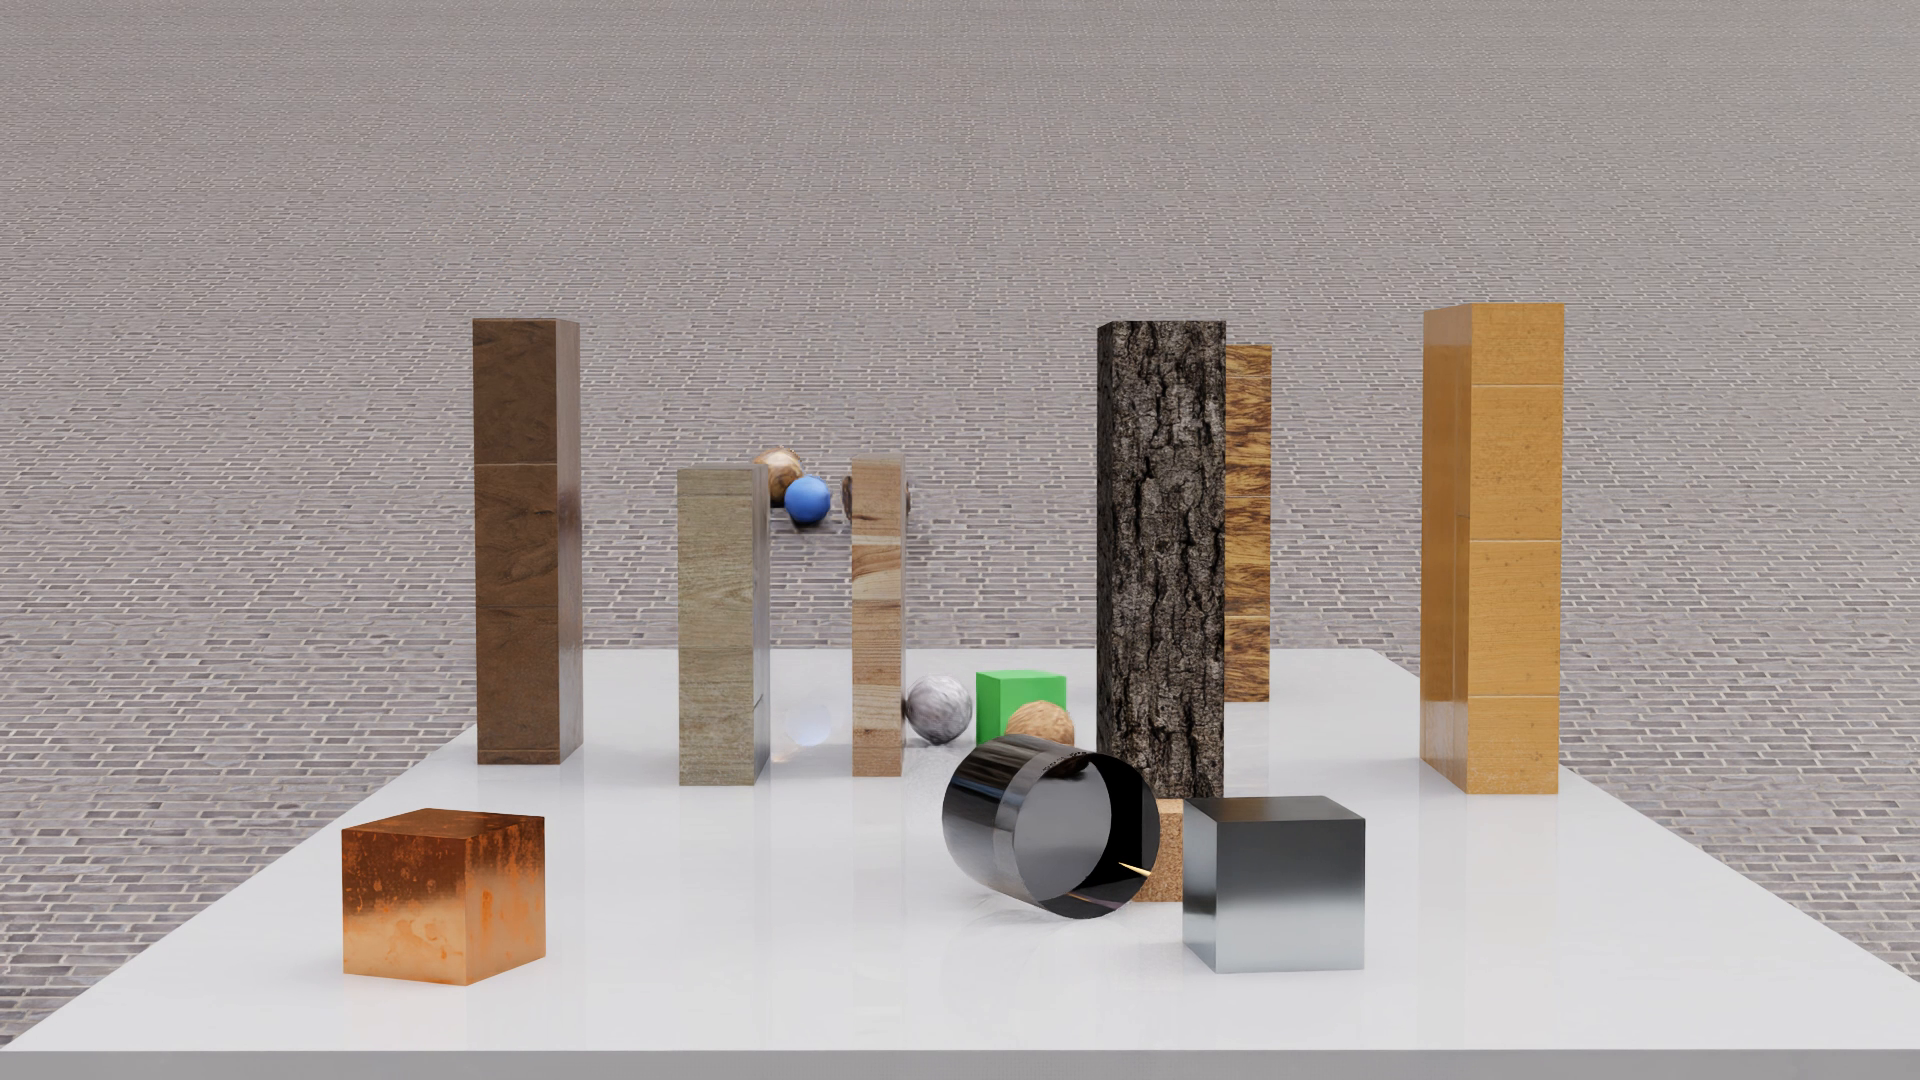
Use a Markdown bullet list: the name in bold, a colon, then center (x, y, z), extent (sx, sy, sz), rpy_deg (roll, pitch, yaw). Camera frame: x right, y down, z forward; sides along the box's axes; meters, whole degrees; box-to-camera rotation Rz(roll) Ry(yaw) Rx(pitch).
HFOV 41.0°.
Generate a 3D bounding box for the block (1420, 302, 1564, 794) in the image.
- **block**: center (0.892, 0.004, 4.340), extent (0.147, 0.791, 0.426), rpy_deg (0, 3, 0)

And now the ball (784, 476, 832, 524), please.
- **ball**: center (-0.452, -0.118, 7.634), extent (0.140, 0.140, 0.140), rpy_deg (0, 21, 0)

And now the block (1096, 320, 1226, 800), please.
- **block**: center (0.273, 0.074, 3.550), extent (0.147, 0.741, 0.371), rpy_deg (0, 3, 0)

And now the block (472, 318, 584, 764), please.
- **block**: center (-0.771, -0.004, 4.610), extent (0.144, 0.778, 0.286), rpy_deg (0, 3, 0)

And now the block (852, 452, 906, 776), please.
- **block**: center (-0.141, 0.120, 4.541), extent (0.082, 0.538, 0.424), rpy_deg (0, 3, 0)

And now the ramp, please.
- **ramp**: center (0.049, 0.440, 4.532), extent (2.000, 0.100, 4.000), rpy_deg (0, 3, 0)

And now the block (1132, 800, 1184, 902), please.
- **block**: center (0.276, 0.401, 3.325), extent (0.114, 0.114, 0.114), rpy_deg (0, 3, 0)

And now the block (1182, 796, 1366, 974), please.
- **block**: center (0.358, 0.393, 2.954), extent (0.171, 0.171, 0.171), rpy_deg (0, 3, -8)

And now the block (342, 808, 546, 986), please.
- **block**: center (-0.582, 0.401, 2.907), extent (0.162, 0.162, 0.162), rpy_deg (1, 4, 23)

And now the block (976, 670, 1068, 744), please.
- **block**: center (0.112, 0.313, 4.740), extent (0.131, 0.131, 0.131), rpy_deg (-1, 3, -20)

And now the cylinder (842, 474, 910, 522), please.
- **cylinder**: center (-0.250, -0.128, 7.639), extent (0.153, 0.153, 0.153), rpy_deg (-10, 23, -25)

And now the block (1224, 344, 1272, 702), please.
- **block**: center (0.577, -0.043, 5.549), extent (0.145, 0.748, 0.340), rpy_deg (0, 3, 0)

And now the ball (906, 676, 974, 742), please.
- **ball**: center (-0.038, 0.314, 4.774), extent (0.125, 0.125, 0.125), rpy_deg (0, 21, 0)

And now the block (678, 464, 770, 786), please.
- **block**: center (-0.403, 0.134, 4.423), extent (0.123, 0.523, 0.384), rpy_deg (0, 3, 0)

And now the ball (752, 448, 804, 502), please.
- **ball**: center (-0.558, -0.196, 7.800), extent (0.166, 0.166, 0.166), rpy_deg (0, 21, 0)

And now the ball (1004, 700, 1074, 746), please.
- **ball**: center (0.137, 0.336, 4.415), extent (0.120, 0.120, 0.120), rpy_deg (0, 21, 0)

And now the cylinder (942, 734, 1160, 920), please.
- **cylinder**: center (0.113, 0.359, 3.249), extent (0.205, 0.205, 0.205), rpy_deg (-10, 7, -25)
